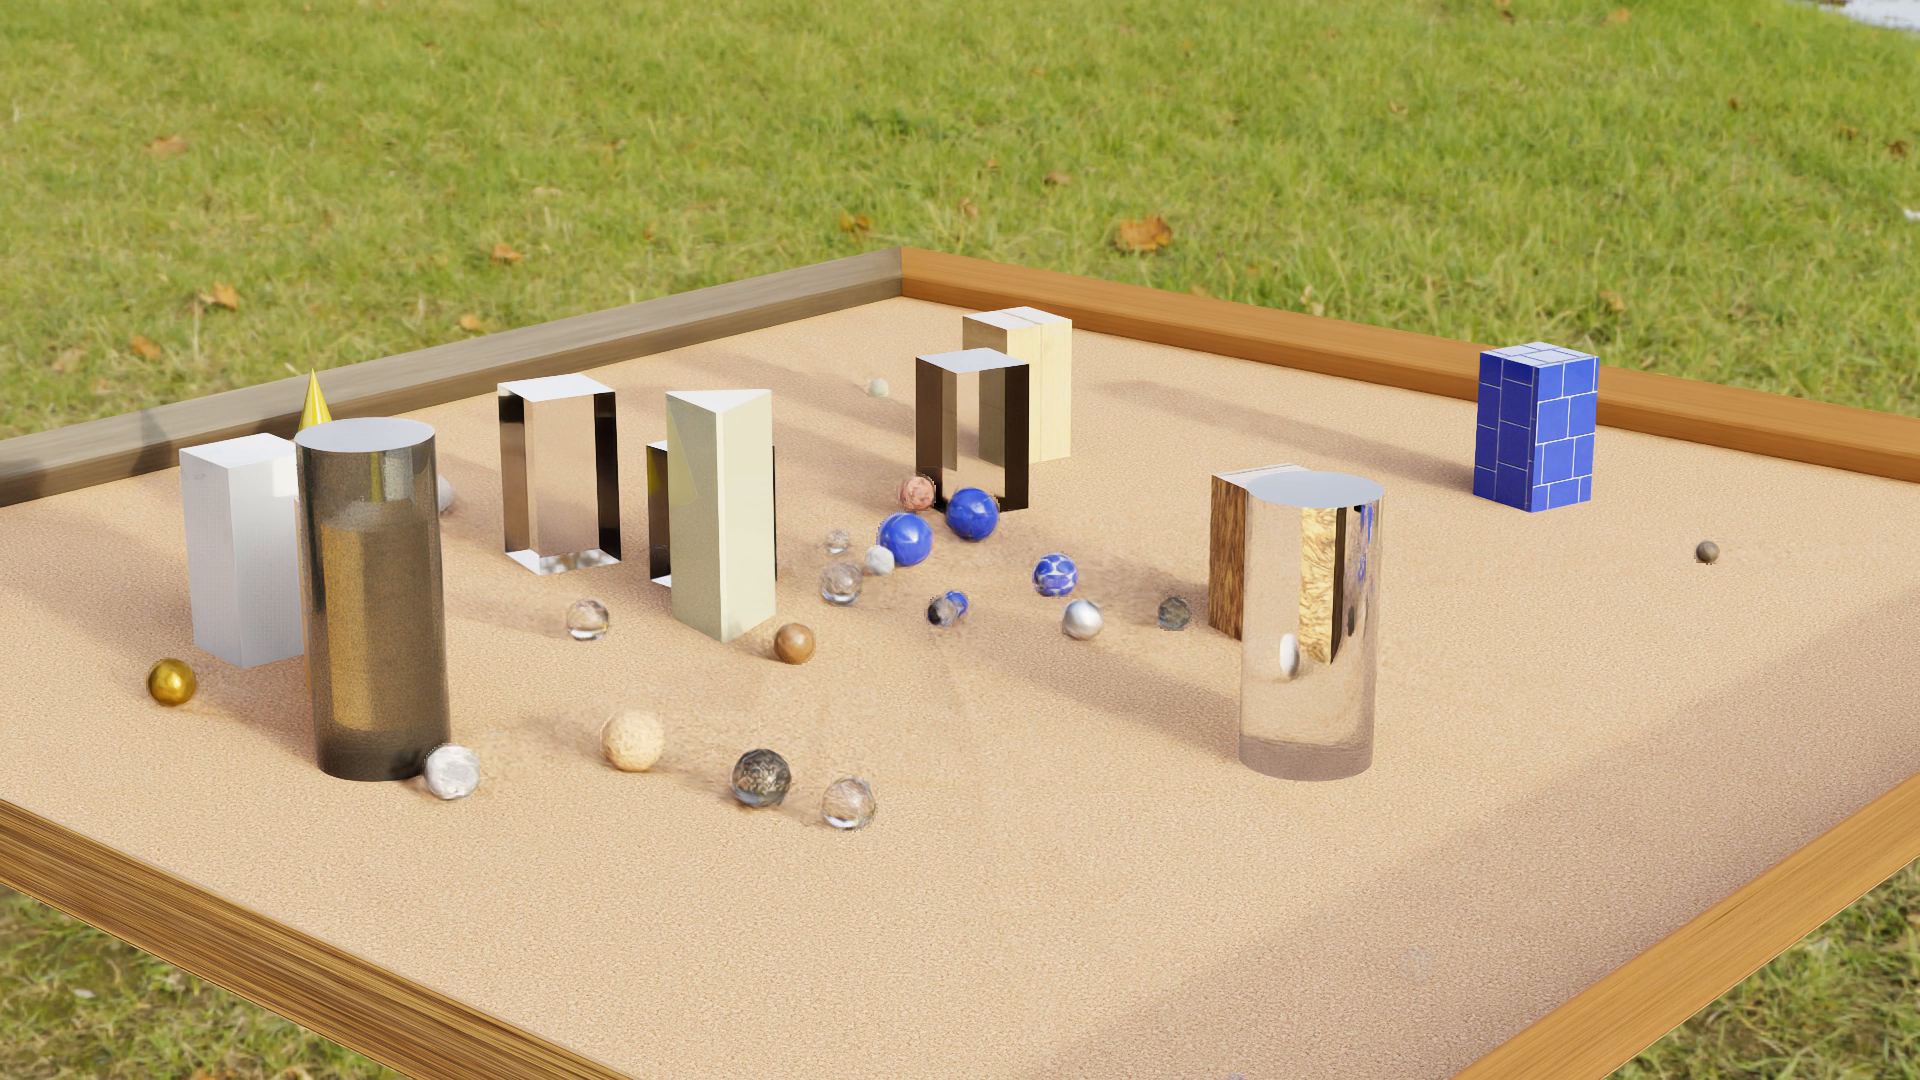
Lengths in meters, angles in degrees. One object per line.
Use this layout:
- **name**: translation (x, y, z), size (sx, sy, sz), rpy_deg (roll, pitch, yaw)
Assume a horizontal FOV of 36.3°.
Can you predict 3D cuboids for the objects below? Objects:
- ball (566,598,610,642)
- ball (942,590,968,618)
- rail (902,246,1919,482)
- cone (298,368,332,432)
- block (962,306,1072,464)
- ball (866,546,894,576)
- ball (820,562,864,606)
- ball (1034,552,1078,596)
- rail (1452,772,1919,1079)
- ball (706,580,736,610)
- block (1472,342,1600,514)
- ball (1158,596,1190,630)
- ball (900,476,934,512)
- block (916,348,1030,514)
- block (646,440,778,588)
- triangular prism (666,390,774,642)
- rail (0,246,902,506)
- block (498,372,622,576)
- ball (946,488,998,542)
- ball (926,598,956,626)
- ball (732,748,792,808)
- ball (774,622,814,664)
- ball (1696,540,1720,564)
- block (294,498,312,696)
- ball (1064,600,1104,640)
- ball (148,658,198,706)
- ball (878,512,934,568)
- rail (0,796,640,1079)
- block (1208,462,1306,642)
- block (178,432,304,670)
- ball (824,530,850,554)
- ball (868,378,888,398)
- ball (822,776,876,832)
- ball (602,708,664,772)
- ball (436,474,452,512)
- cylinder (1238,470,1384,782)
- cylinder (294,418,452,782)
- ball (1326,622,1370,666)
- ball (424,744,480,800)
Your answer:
- **ball**: translation (-0.620, 0.134, 4.882), size (0.074, 0.074, 0.074), rpy_deg (0, 17, 0)
- **ball**: translation (-0.010, 0.110, 5.009), size (0.047, 0.047, 0.047), rpy_deg (0, 17, 0)
- **rail**: translation (1.163, -0.354, 6.402), size (3.520, 0.130, 0.045), rpy_deg (14, 22, 39)
- **cone**: translation (-1.163, -0.141, 5.315), size (0.199, 0.352, 0.199), rpy_deg (0, 17, 0)
- **block**: translation (0.116, -0.315, 6.007), size (0.160, 0.286, 0.160), rpy_deg (-11, 20, -33)
- **ball**: translation (-0.143, 0.038, 5.239), size (0.052, 0.052, 0.052), rpy_deg (0, 17, 0)
- **ball**: translation (-0.205, 0.076, 5.071), size (0.076, 0.076, 0.076), rpy_deg (0, 17, 0)
- **ball**: translation (0.168, 0.061, 5.120), size (0.077, 0.077, 0.077), rpy_deg (0, 17, 0)
- **rail**: translation (1.311, 0.361, 4.030), size (0.045, 0.130, 3.594), rpy_deg (14, 22, 39)
- **ball**: translation (-0.412, 0.095, 5.050), size (0.052, 0.052, 0.052), rpy_deg (0, 17, 0)
- **block**: translation (1.117, -0.220, 5.691), size (0.160, 0.286, 0.160), rpy_deg (-11, 20, -33)
- **ball**: translation (0.361, 0.124, 4.945), size (0.056, 0.056, 0.056), rpy_deg (0, 17, 0)
- **ball**: translation (-0.083, -0.089, 5.636), size (0.068, 0.068, 0.068), rpy_deg (0, 17, 0)
- **block**: translation (0.023, -0.207, 5.645), size (0.160, 0.286, 0.160), rpy_deg (-9, 19, -29)
- **block**: translation (-0.438, -0.047, 5.181), size (0.160, 0.250, 0.160), rpy_deg (-16, 23, -42)
- **triangular prism**: translation (-0.380, -0.051, 4.939), size (0.150, 0.395, 0.173), rpy_deg (-12, 20, -34)
- **rail**: translation (-1.311, -0.296, 6.210), size (0.045, 0.130, 3.594), rpy_deg (14, 22, 39)
- **block**: translation (-0.724, -0.121, 5.302), size (0.160, 0.320, 0.160), rpy_deg (-10, 19, -29)
- **ball**: translation (0.022, -0.047, 5.440), size (0.100, 0.100, 0.100), rpy_deg (0, 17, 0)
- **ball**: translation (-0.032, 0.122, 4.964), size (0.049, 0.049, 0.049), rpy_deg (0, 17, 0)
- **ball**: translation (-0.283, 0.340, 4.178), size (0.085, 0.085, 0.085), rpy_deg (0, 17, 0)
- **ball**: translation (-0.271, 0.167, 4.783), size (0.068, 0.068, 0.068), rpy_deg (0, 17, 0)
- **ball**: translation (1.354, 0.022, 5.311), size (0.042, 0.042, 0.042), rpy_deg (0, 17, 0)
- **block**: translation (-0.934, 0.097, 4.584), size (0.160, 0.317, 0.160), rpy_deg (-7, 18, -23)
- **ball**: translation (0.206, 0.133, 4.897), size (0.067, 0.067, 0.067), rpy_deg (0, 17, 0)
- **ball**: translation (-1.232, 0.223, 4.587), size (0.074, 0.074, 0.074), rpy_deg (0, 17, 0)
- **ball**: translation (-0.098, 0.000, 5.285), size (0.099, 0.099, 0.099), rpy_deg (0, 17, 0)
- **rail**: translation (-1.163, 0.419, 3.838), size (3.520, 0.130, 0.045), rpy_deg (14, 22, 39)
- **block**: translation (0.529, 0.026, 4.910), size (0.160, 0.265, 0.160), rpy_deg (-9, 19, -28)
- **block**: translation (-1.159, 0.016, 4.818), size (0.160, 0.338, 0.160), rpy_deg (-15, 22, -40)
- **ball**: translation (-0.224, 0.004, 5.362), size (0.046, 0.046, 0.046), rpy_deg (0, 17, 0)
- **ball**: translation (-0.181, -0.337, 6.499), size (0.044, 0.044, 0.044), rpy_deg (0, 17, 0)
- **ball**: translation (-0.155, 0.369, 4.098), size (0.076, 0.076, 0.076), rpy_deg (0, 17, 0)
- **ball**: translation (-0.481, 0.295, 4.317), size (0.092, 0.092, 0.092), rpy_deg (0, 17, 0)
- **ball**: translation (-1.011, -0.090, 5.623), size (0.075, 0.075, 0.075), rpy_deg (0, 17, 0)
- **cylinder**: translation (0.516, 0.125, 4.319), size (0.199, 0.416, 0.199), rpy_deg (0, 17, 0)
- **cylinder**: translation (-0.859, 0.086, 4.306), size (0.199, 0.498, 0.199), rpy_deg (0, 17, 0)
- **ball**: translation (0.631, 0.170, 4.767), size (0.073, 0.073, 0.073), rpy_deg (0, 17, 0)
- **ball**: translation (-0.728, 0.334, 4.209), size (0.080, 0.080, 0.080), rpy_deg (0, 17, 0)
